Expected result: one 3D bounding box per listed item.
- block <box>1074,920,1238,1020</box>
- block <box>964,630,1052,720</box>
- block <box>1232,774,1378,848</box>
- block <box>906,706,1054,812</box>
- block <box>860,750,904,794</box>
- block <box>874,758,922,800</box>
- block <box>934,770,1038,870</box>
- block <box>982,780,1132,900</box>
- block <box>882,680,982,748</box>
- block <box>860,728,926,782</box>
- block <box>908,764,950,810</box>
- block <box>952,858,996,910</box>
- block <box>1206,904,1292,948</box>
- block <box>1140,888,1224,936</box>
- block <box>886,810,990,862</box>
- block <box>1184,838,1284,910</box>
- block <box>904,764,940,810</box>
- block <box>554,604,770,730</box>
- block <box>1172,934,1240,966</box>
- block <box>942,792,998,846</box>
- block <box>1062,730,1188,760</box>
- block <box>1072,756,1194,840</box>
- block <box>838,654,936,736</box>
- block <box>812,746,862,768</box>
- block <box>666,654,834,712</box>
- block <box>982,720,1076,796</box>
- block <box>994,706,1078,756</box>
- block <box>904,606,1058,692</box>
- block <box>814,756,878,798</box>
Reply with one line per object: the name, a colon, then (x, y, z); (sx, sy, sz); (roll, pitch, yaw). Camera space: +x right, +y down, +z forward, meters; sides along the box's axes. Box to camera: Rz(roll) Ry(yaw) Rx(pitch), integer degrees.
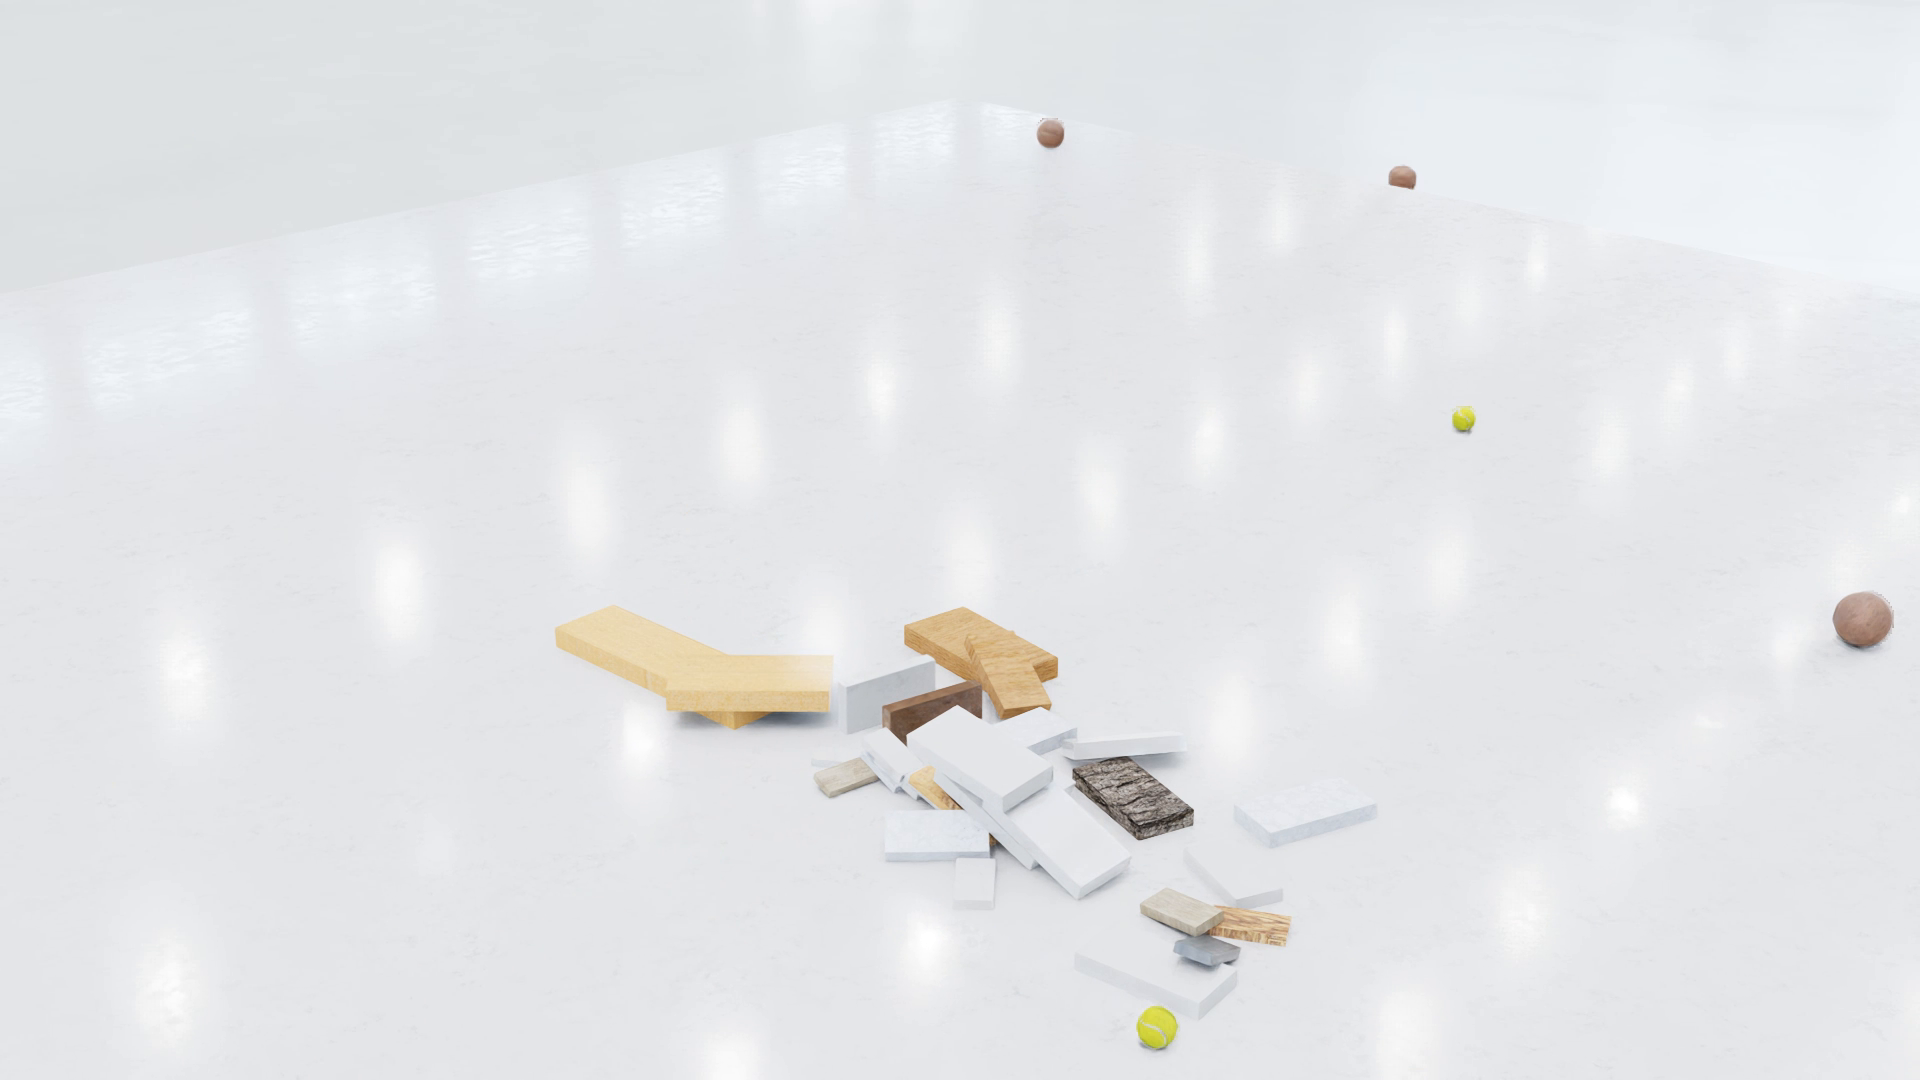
block: (0.348, 0.764, 3.913); (0.259, 0.037, 0.130); (16, 28, 34)
block: (0.106, 0.299, 4.898); (0.117, 0.033, 0.233); (-5, 44, -24)
block: (0.695, 0.546, 4.427); (0.259, 0.037, 0.130); (-11, 25, -25)
block: (0.038, 0.428, 4.331); (0.137, 0.039, 0.275); (-28, 41, -34)
block: (-0.147, 0.473, 4.577); (0.061, 0.017, 0.122); (-17, 46, -35)
block: (-0.109, 0.480, 4.549); (0.066, 0.019, 0.131); (-23, 50, -39)
block: (0.093, 0.517, 4.336); (0.137, 0.039, 0.275); (-30, 59, -36)
block: (0.186, 0.562, 4.248); (0.137, 0.039, 0.275); (-26, 54, -34)
block: (-0.058, 0.384, 4.706); (0.233, 0.117, 0.033); (-14, 27, -30)
block: (-0.140, 0.444, 4.555); (0.066, 0.019, 0.131); (-20, 48, -37)
block: (-0.025, 0.512, 4.456); (0.149, 0.021, 0.075); (36, 40, 29)
block: (0.028, 0.655, 4.190); (0.075, 0.021, 0.149); (1, 23, 3)
block: (0.534, 0.711, 4.057); (0.146, 0.021, 0.073); (6, 24, 15)
block: (0.411, 0.689, 4.078); (0.073, 0.021, 0.146); (-24, 25, -35)
block: (-0.045, 0.579, 4.312); (0.203, 0.029, 0.101); (-1, 45, -1)
block: (0.522, 0.640, 4.215); (0.101, 0.029, 0.202); (-10, 25, -21)
block: (-0.046, 0.512, 4.488); (0.066, 0.019, 0.131); (-21, 45, -40)
block: (-0.661, 0.284, 5.028); (0.619, 0.050, 0.176); (20, 30, 38)
block: (0.442, 0.732, 3.929); (0.073, 0.021, 0.146); (16, 3, 27)
block: (0.041, 0.545, 4.395); (0.075, 0.021, 0.149); (-20, 47, -40)
block: (0.346, 0.433, 4.638); (0.241, 0.034, 0.121); (-4, -1, -8)
block: (0.350, 0.523, 4.481); (0.130, 0.037, 0.259); (-12, 26, -25)
block: (-0.159, 0.338, 4.815); (0.233, 0.117, 0.033); (-15, 27, -32)
block: (-0.247, 0.462, 4.649); (0.122, 0.017, 0.061); (5, 23, 11)
block: (-0.458, 0.313, 4.831); (0.353, 0.050, 0.176); (0, 23, 0)
block: (0.107, 0.457, 4.483); (0.241, 0.034, 0.121); (33, 24, 20)
block: (0.117, 0.430, 4.704); (0.251, 0.034, 0.121); (-18, 29, -36)
block: (0.046, 0.257, 5.092); (0.176, 0.050, 0.353); (-17, 28, -34)
block: (-0.236, 0.490, 4.558); (0.122, 0.017, 0.061); (-17, 46, -33)
